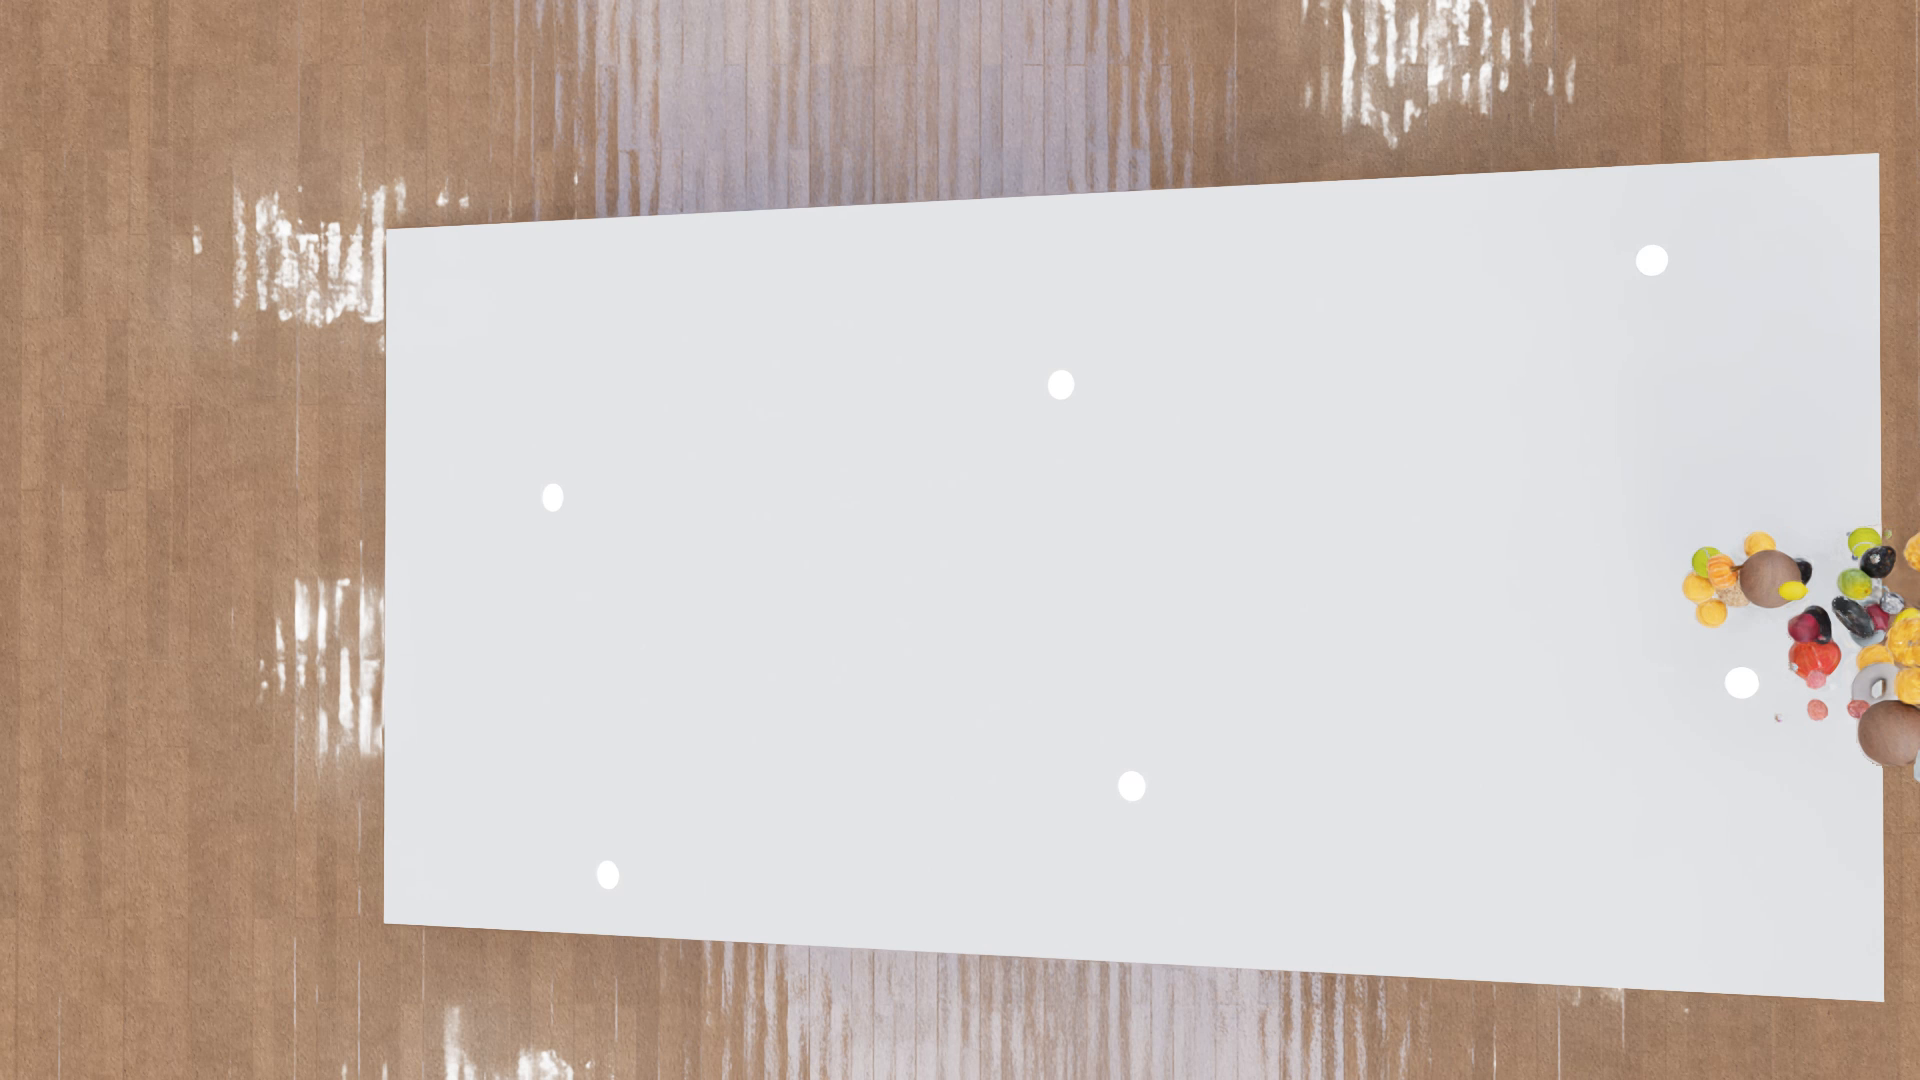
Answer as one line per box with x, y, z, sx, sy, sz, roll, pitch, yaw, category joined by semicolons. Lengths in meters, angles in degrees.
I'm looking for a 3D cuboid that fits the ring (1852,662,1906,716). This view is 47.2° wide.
1.832;0.297;4.384;0.037;0.112;0.112;25;89;-35;ring

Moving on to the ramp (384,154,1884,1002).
0.272;0.095;5.810;4.000;0.100;2.000;0;89;17;ramp

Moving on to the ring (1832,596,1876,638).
1.999;0.172;4.922;0.039;0.116;0.116;-40;89;2;ring

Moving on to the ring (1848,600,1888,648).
2.088;0.193;5.054;0.036;0.109;0.109;7;89;-20;ring

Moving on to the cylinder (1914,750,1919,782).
1.717;0.394;3.830;0.078;0.078;0.078;18;89;41;cylinder

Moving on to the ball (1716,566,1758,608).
1.790;0.108;5.066;0.094;0.094;0.094;0;89;0;ball

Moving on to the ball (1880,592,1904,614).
2.096;0.142;4.945;0.050;0.050;0.050;0;89;0;ball

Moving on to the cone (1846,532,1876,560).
2.004;0.004;4.923;0.061;0.061;0.061;-41;85;-1;cone
